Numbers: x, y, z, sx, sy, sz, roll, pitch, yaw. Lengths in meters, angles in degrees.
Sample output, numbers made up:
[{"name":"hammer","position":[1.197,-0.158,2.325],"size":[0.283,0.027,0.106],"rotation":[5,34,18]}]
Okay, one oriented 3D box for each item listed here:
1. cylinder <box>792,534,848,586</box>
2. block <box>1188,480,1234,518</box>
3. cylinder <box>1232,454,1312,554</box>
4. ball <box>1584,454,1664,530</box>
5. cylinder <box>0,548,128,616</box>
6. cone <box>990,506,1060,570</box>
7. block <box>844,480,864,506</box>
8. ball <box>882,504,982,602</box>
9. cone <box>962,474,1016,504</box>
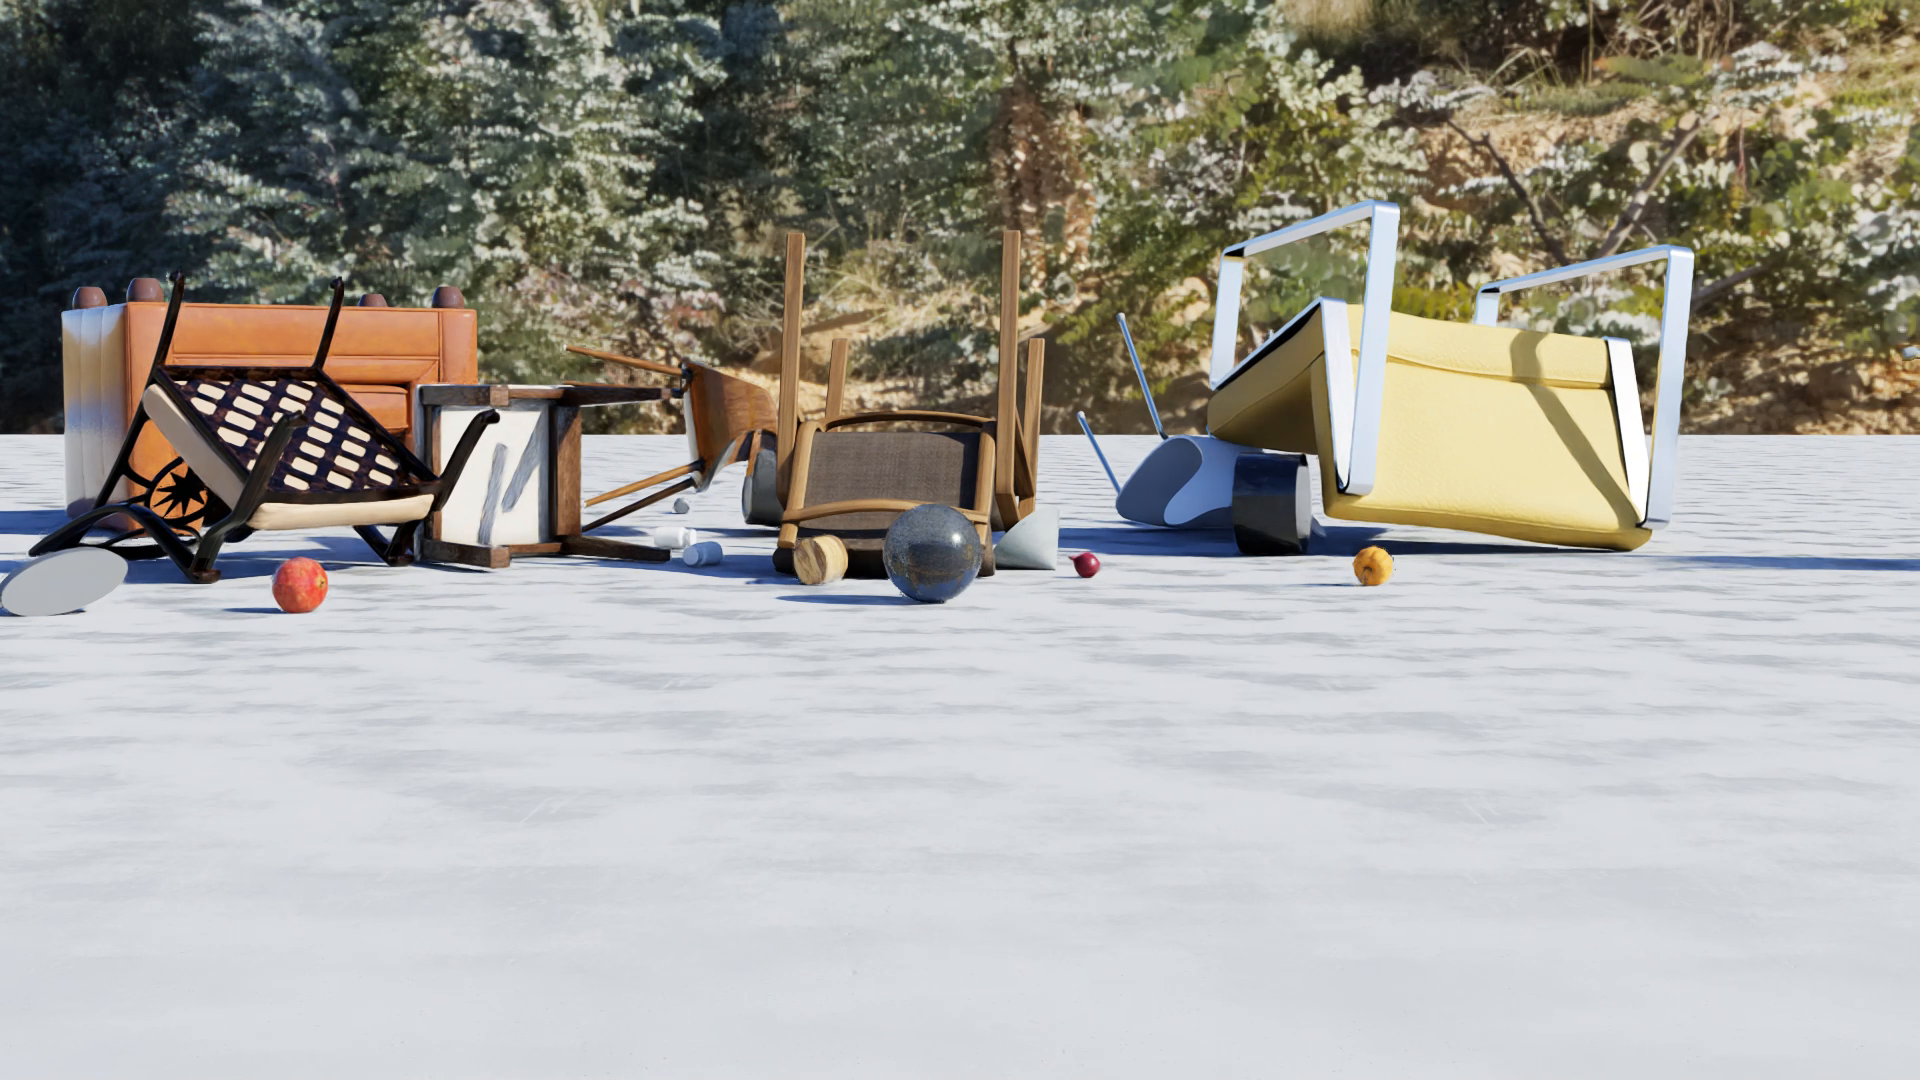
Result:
[{"name":"cylinder","position":[-0.321,0.046,5.087],"size":[0.079,0.108,0.149],"rotation":[-15,3,19]},{"name":"block","position":[0.902,-0.145,7.722],"size":[0.165,0.129,0.120],"rotation":[2,4,25]},{"name":"cylinder","position":[0.849,-0.098,5.968],"size":[0.168,0.257,0.313],"rotation":[1,-29,17]},{"name":"ball","position":[2.123,-0.154,7.031],"size":[0.241,0.241,0.241],"rotation":[0,4,0]},{"name":"cylinder","position":[-1.800,0.083,4.409],"size":[0.244,0.112,0.102],"rotation":[-20,13,-26]},{"name":"cone","position":[0.200,0.034,5.467],"size":[0.231,0.204,0.122],"rotation":[-27,63,-34]},{"name":"block","position":[-0.409,-0.181,8.471],"size":[0.072,0.097,0.095],"rotation":[-1,4,-9]},{"name":"ball","position":[-0.058,0.028,4.617],"size":[0.209,0.209,0.209],"rotation":[0,4,0]},{"name":"cone","position":[0.096,-0.169,8.565],"size":[0.203,0.112,0.236],"rotation":[-17,-15,6]}]
